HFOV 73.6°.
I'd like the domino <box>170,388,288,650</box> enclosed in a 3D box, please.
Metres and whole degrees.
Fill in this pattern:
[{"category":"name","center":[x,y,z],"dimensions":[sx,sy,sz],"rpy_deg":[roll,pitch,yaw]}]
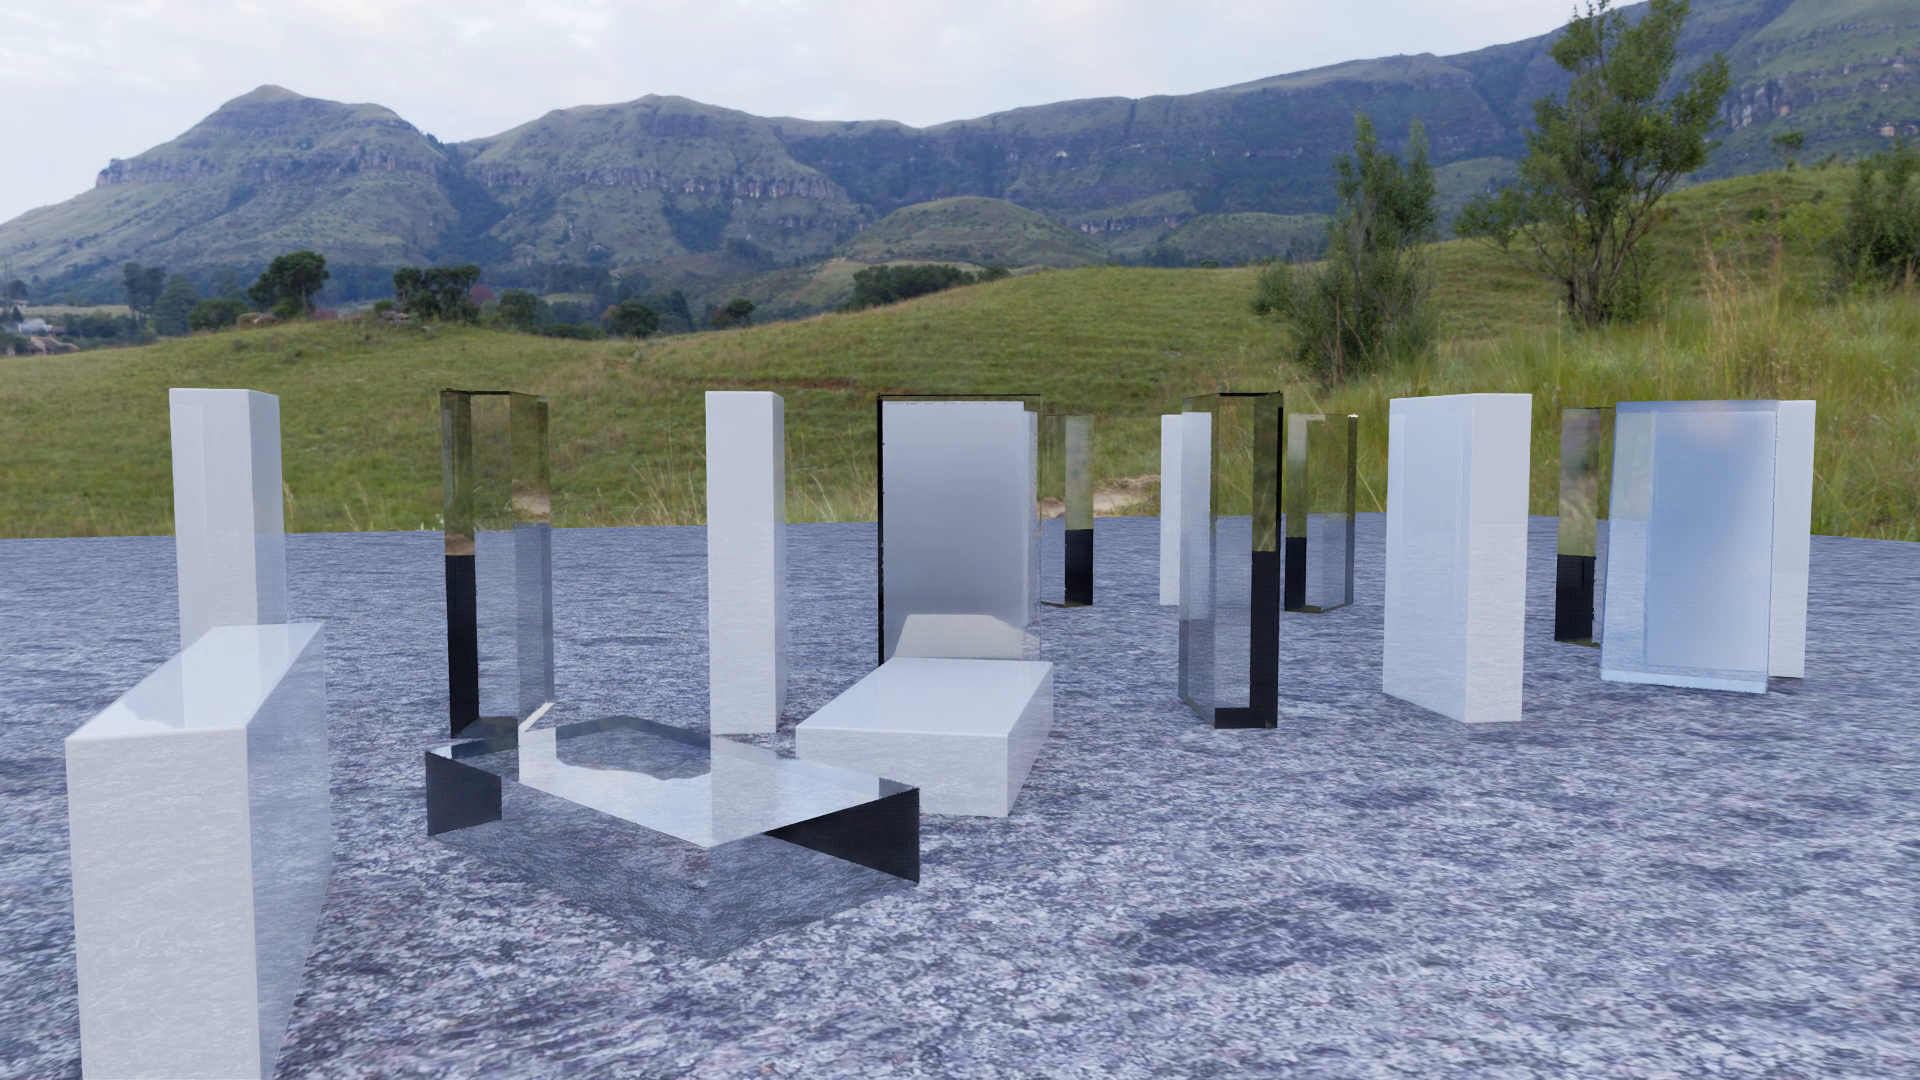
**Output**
[{"category":"domino","center":[-0.107,0.003,0.189],"dimensions":[0.009,0.050,0.025],"rpy_deg":[-2,5,-19]}]

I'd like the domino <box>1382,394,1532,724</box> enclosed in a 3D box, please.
[{"category":"domino","center":[0.079,0.002,0.207],"dimensions":[0.009,0.050,0.025],"rpy_deg":[-1,4,-10]}]

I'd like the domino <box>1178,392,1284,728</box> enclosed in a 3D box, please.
[{"category":"domino","center":[0.042,0.002,0.203],"dimensions":[0.009,0.050,0.025],"rpy_deg":[0,4,-3]}]

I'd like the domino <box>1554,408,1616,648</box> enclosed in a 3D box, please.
[{"category":"domino","center":[0.142,-0.003,0.276],"dimensions":[0.025,0.050,0.009],"rpy_deg":[-2,5,-23]}]

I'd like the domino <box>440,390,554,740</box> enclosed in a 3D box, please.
[{"category":"domino","center":[-0.070,0.003,0.196],"dimensions":[0.009,0.050,0.025],"rpy_deg":[0,4,-6]}]

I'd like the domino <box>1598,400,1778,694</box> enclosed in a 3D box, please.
[{"category":"domino","center":[0.129,0.000,0.227],"dimensions":[0.025,0.050,0.009],"rpy_deg":[3,-15,31]}]

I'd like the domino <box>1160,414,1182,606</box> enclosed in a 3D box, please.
[{"category":"domino","center":[0.060,-0.009,0.349],"dimensions":[0.009,0.050,0.025],"rpy_deg":[1,4,13]}]

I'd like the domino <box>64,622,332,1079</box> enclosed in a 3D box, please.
[{"category":"domino","center":[-0.058,0.022,0.102],"dimensions":[0.009,0.025,0.050],"rpy_deg":[-2,5,-21]}]

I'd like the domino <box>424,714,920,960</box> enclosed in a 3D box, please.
[{"category":"domino","center":[-0.031,0.028,0.131],"dimensions":[0.050,0.010,0.025],"rpy_deg":[4,6,42]}]

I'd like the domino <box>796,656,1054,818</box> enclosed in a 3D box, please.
[{"category":"domino","center":[-0.003,0.025,0.173],"dimensions":[0.025,0.009,0.050],"rpy_deg":[1,4,10]}]

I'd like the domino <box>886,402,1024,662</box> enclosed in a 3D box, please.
[{"category":"domino","center":[-0.001,0.000,0.238],"dimensions":[0.025,0.050,0.009],"rpy_deg":[0,4,-1]}]

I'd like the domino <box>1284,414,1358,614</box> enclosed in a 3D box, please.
[{"category":"domino","center":[0.094,-0.007,0.332],"dimensions":[0.009,0.050,0.025],"rpy_deg":[3,5,35]}]

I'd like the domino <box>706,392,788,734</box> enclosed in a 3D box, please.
[{"category":"domino","center":[-0.033,0.003,0.199],"dimensions":[0.009,0.050,0.025],"rpy_deg":[0,4,-4]}]

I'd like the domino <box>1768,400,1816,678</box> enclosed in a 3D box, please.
[{"category":"domino","center":[0.143,-0.001,0.240],"dimensions":[0.025,0.050,0.009],"rpy_deg":[2,3,24]}]

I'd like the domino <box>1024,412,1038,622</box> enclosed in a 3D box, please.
[{"category":"domino","center":[0.006,-0.006,0.312],"dimensions":[0.025,0.050,0.009],"rpy_deg":[1,4,16]}]

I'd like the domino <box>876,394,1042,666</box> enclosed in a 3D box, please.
[{"category":"domino","center":[0.000,0.002,0.202],"dimensions":[0.025,0.050,0.009],"rpy_deg":[0,4,5]}]

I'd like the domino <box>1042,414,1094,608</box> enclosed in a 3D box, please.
[{"category":"domino","center":[0.024,-0.008,0.344],"dimensions":[0.010,0.050,0.025],"rpy_deg":[-3,5,-34]}]
